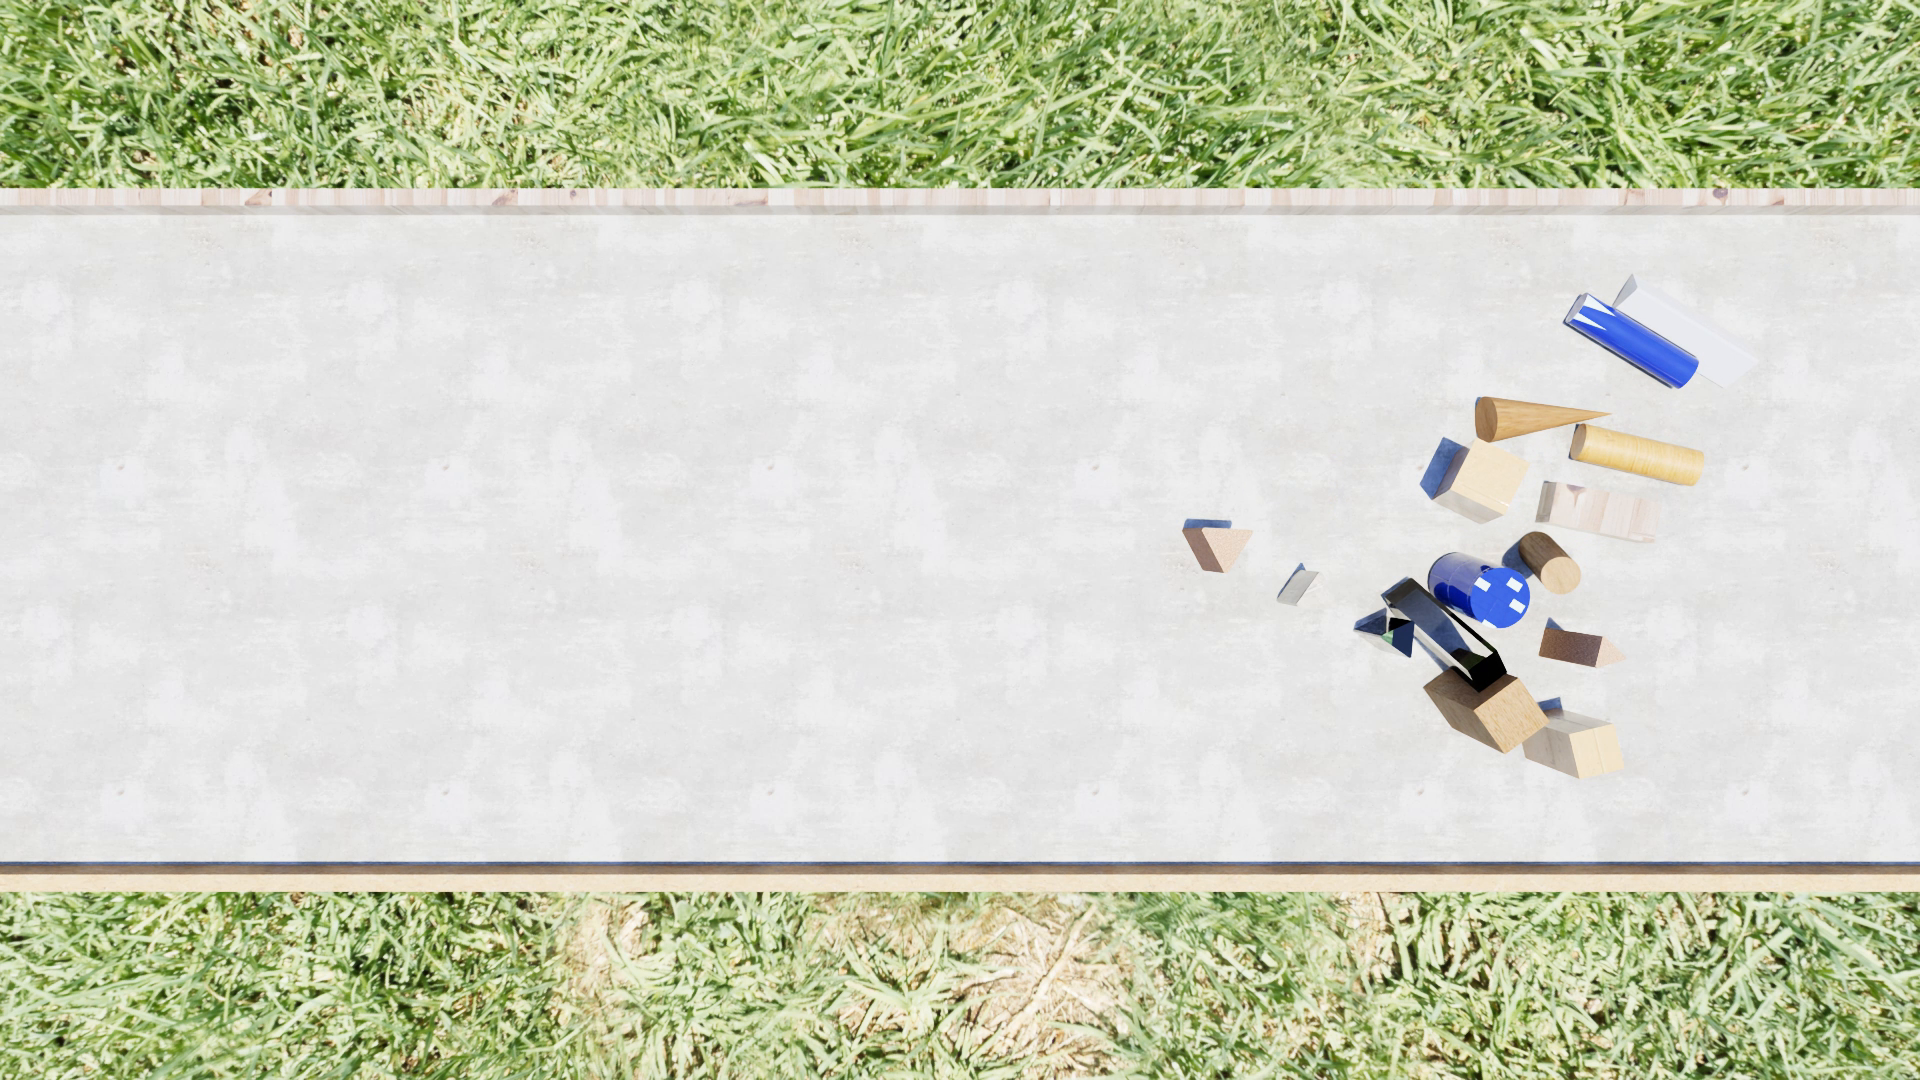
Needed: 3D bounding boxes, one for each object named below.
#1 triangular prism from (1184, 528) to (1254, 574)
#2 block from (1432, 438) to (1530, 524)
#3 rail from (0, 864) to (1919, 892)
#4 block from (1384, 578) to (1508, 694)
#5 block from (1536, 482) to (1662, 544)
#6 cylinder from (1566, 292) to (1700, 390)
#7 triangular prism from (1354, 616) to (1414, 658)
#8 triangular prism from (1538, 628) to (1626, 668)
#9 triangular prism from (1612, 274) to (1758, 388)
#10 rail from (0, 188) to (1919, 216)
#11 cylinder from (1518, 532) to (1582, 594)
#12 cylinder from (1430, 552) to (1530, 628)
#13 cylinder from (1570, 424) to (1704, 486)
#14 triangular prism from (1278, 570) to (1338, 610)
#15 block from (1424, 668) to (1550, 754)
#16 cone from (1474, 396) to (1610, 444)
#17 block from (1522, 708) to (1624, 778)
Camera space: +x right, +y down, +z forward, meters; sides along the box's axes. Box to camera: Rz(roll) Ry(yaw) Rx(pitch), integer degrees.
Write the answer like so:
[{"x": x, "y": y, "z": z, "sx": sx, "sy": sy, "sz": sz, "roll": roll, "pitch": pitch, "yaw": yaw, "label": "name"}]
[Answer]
[{"x": 0.737, "y": 0.002, "z": 4.866, "sx": 0.124, "sy": 0.421, "sz": 0.143, "roll": 32, "pitch": 90, "yaw": 0, "label": "triangular prism"}, {"x": 1.539, "y": -0.170, "z": 4.888, "sx": 0.167, "sy": 0.357, "sz": 0.167, "roll": 27, "pitch": 90, "yaw": 9, "label": "block"}, {"x": -2.247, "y": 1.025, "z": 5.001, "sx": 12.000, "sy": 0.150, "sz": 0.050, "roll": 0, "pitch": 90, "yaw": 0, "label": "rail"}, {"x": 1.429, "y": 0.276, "z": 4.867, "sx": 0.102, "sy": 0.435, "sz": 0.102, "roll": -36, "pitch": 124, "yaw": 0, "label": "block"}, {"x": 1.939, "y": -0.083, "z": 5.015, "sx": 0.321, "sy": 0.124, "sz": 0.124, "roll": 11, "pitch": 90, "yaw": 0, "label": "block"}, {"x": 2.047, "y": -0.607, "z": 5.023, "sx": 0.393, "sy": 0.106, "sz": 0.106, "roll": 31, "pitch": 90, "yaw": 0, "label": "cylinder"}, {"x": 1.278, "y": 0.271, "z": 4.908, "sx": 0.106, "sy": 0.337, "sz": 0.091, "roll": 35, "pitch": 90, "yaw": 0, "label": "triangular prism"}, {"x": 1.813, "y": 0.307, "z": 4.848, "sx": 0.089, "sy": 0.457, "sz": 0.077, "roll": -16, "pitch": 90, "yaw": 0, "label": "triangular prism"}, {"x": 2.209, "y": -0.643, "z": 5.005, "sx": 0.426, "sy": 0.135, "sz": 0.156, "roll": 31, "pitch": 90, "yaw": 0, "label": "triangular prism"}, {"x": -2.247, "y": -1.025, "z": 5.002, "sx": 12.000, "sy": 0.150, "sz": 0.050, "roll": 0, "pitch": 90, "yaw": 0, "label": "rail"}, {"x": 1.741, "y": 0.065, "z": 4.878, "sx": 0.110, "sy": 0.381, "sz": 0.110, "roll": 2, "pitch": 101, "yaw": 9, "label": "cylinder"}, {"x": 1.542, "y": 0.147, "z": 4.907, "sx": 0.179, "sy": 0.315, "sz": 0.179, "roll": -1, "pitch": 97, "yaw": -6, "label": "cylinder"}, {"x": 2.060, "y": -0.259, "z": 5.020, "sx": 0.364, "sy": 0.113, "sz": 0.113, "roll": 13, "pitch": 90, "yaw": 0, "label": "cylinder"}, {"x": 1.039, "y": 0.143, "z": 4.924, "sx": 0.120, "sy": 0.305, "sz": 0.104, "roll": 5, "pitch": 90, "yaw": 0, "label": "triangular prism"}, {"x": 1.540, "y": 0.482, "z": 4.849, "sx": 0.156, "sy": 0.444, "sz": 0.156, "roll": -36, "pitch": 94, "yaw": 0, "label": "block"}, {"x": 1.805, "y": -0.377, "z": 5.041, "sx": 0.424, "sy": 0.144, "sz": 0.144, "roll": -3, "pitch": 90, "yaw": -10, "label": "cone"}, {"x": 1.788, "y": 0.594, "z": 4.853, "sx": 0.130, "sy": 0.447, "sz": 0.130, "roll": -13, "pitch": 90, "yaw": 0, "label": "block"}]
